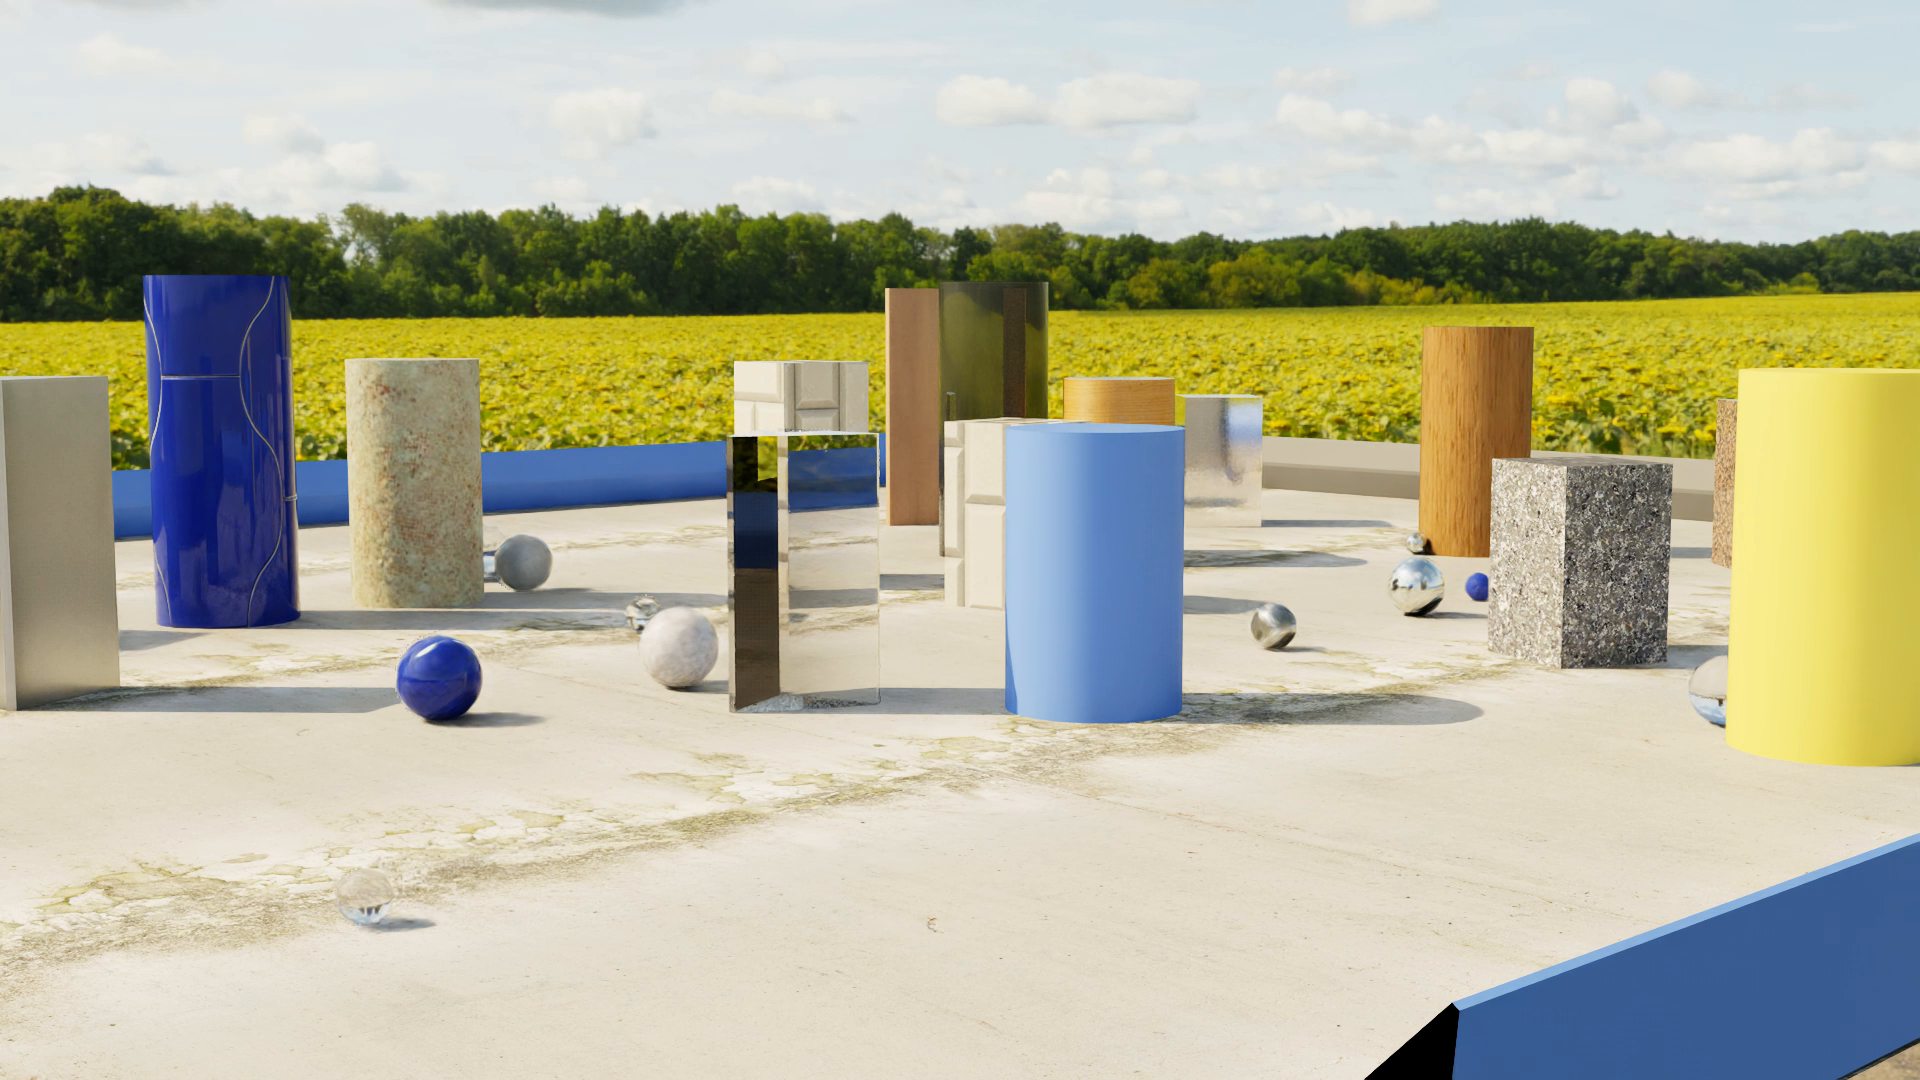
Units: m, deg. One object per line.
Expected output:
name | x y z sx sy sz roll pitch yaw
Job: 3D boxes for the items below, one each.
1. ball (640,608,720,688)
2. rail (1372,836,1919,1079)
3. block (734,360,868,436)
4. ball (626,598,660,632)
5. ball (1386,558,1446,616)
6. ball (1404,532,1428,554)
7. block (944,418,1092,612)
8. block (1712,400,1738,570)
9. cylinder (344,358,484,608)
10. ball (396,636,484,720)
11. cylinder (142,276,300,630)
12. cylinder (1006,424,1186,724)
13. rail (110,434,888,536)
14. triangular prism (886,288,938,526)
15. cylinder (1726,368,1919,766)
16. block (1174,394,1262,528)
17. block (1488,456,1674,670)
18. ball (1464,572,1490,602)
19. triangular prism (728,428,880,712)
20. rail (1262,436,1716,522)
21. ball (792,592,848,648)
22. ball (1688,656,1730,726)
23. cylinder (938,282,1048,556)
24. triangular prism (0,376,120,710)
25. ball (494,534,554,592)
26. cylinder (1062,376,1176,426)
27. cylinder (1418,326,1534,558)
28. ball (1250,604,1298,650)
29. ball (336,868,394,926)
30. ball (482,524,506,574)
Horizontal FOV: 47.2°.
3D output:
ball | -0.333 0.127 2.611 0.095 0.095 0.095 0 6 0
rail | 1.254 0.174 1.980 4.148 0.130 0.045 -5 8 -42
block | -0.260 -0.112 3.613 0.160 0.362 0.160 -4 7 -35
ball | -0.440 0.104 3.056 0.049 0.049 0.049 0 6 0
ball | 0.669 0.069 3.227 0.084 0.084 0.084 0 6 0
ball | 0.837 0.006 4.038 0.040 0.040 0.040 0 6 0
block | 0.089 -0.041 3.342 0.160 0.279 0.160 4 7 36
block | 1.414 -0.096 3.810 0.160 0.290 0.160 0 6 0
cylinder | -0.838 -0.092 3.382 0.200 0.371 0.200 0 6 0
ball | -0.567 0.150 2.397 0.093 0.093 0.093 0 6 0
cylinder | -1.060 -0.131 3.163 0.200 0.494 0.200 0 6 0
cylinder | 0.150 0.032 2.464 0.200 0.315 0.200 0 6 0
rail | -1.254 -0.107 4.683 4.148 0.130 0.045 -5 8 -42
triangular prism | -0.098 -0.284 4.653 0.173 0.491 0.150 -2 6 -21
cylinder | 0.891 0.021 2.236 0.200 0.385 0.200 0 6 0
block | 0.540 -0.168 4.614 0.160 0.268 0.160 0 6 -2
block | 0.797 0.025 2.833 0.160 0.253 0.160 -2 6 -20
ball | 0.800 0.072 3.387 0.043 0.043 0.043 0 6 0
triangular prism | -0.197 0.029 2.527 0.173 0.308 0.150 -2 6 -19
rail | 1.507 -0.110 4.715 0.045 0.130 3.745 -5 8 -42
ball | -0.187 0.106 2.917 0.074 0.074 0.074 0 6 0
ball | 0.825 0.163 2.373 0.074 0.074 0.074 0 6 0
cylinder | 0.061 -0.220 4.006 0.200 0.497 0.200 0 6 0
triangular prism | -1.057 -0.004 2.550 0.150 0.369 0.173 -5 8 -40
ball | -0.695 0.035 3.502 0.093 0.093 0.093 0 6 0
cylinder | 0.283 -0.126 3.925 0.200 0.326 0.200 0 6 0
cylinder | 0.951 -0.185 4.058 0.200 0.416 0.200 0 6 0
ball | 0.414 0.114 2.903 0.061 0.061 0.061 0 6 0
ball | -0.433 0.260 1.600 0.041 0.041 0.041 0 6 0
ball | -0.811 0.015 3.736 0.085 0.085 0.085 0 6 0
